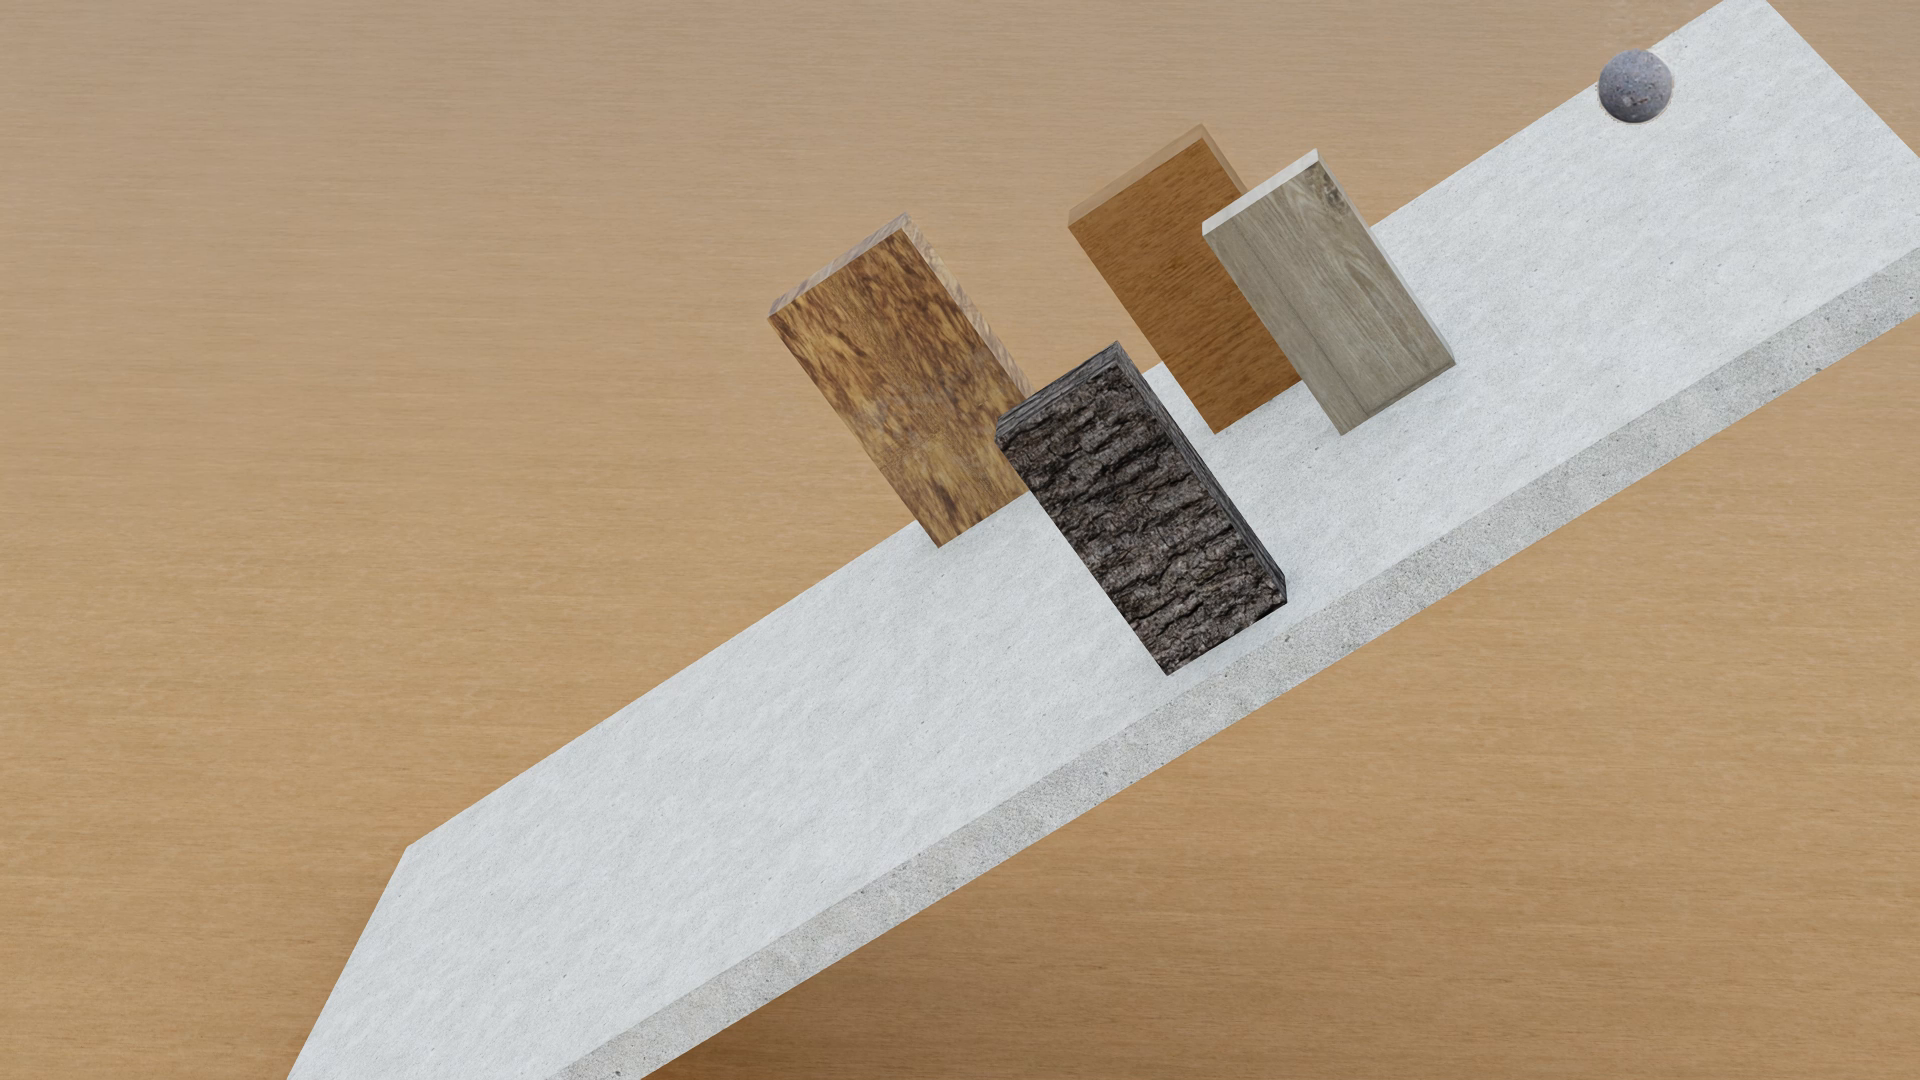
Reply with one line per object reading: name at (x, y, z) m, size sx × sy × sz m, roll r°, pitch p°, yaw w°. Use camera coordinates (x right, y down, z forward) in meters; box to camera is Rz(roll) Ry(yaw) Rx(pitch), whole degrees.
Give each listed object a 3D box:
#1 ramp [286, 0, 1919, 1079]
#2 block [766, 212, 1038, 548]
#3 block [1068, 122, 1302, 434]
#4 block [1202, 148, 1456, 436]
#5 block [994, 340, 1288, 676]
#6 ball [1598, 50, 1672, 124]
ramp at (0.135, 0.174, 6.307) m, size 4.000 × 0.100 × 2.000 m, roll -33°, pitch 16°, yaw 15°
block at (-0.088, -0.372, 6.906) m, size 0.386 × 0.687 × 0.146 m, roll -33°, pitch 16°, yaw 15°
block at (0.534, -0.559, 6.326) m, size 0.342 × 0.563 × 0.136 m, roll -33°, pitch 16°, yaw 15°
block at (0.729, -0.488, 5.811) m, size 0.267 × 0.498 × 0.102 m, roll -33°, pitch 16°, yaw 15°
block at (0.330, -0.055, 5.321) m, size 0.262 × 0.548 × 0.132 m, roll -33°, pitch 16°, yaw 15°
ball at (1.279, -0.859, 5.570) m, size 0.139 × 0.139 × 0.139 m, roll 0°, pitch 21°, yaw 0°
